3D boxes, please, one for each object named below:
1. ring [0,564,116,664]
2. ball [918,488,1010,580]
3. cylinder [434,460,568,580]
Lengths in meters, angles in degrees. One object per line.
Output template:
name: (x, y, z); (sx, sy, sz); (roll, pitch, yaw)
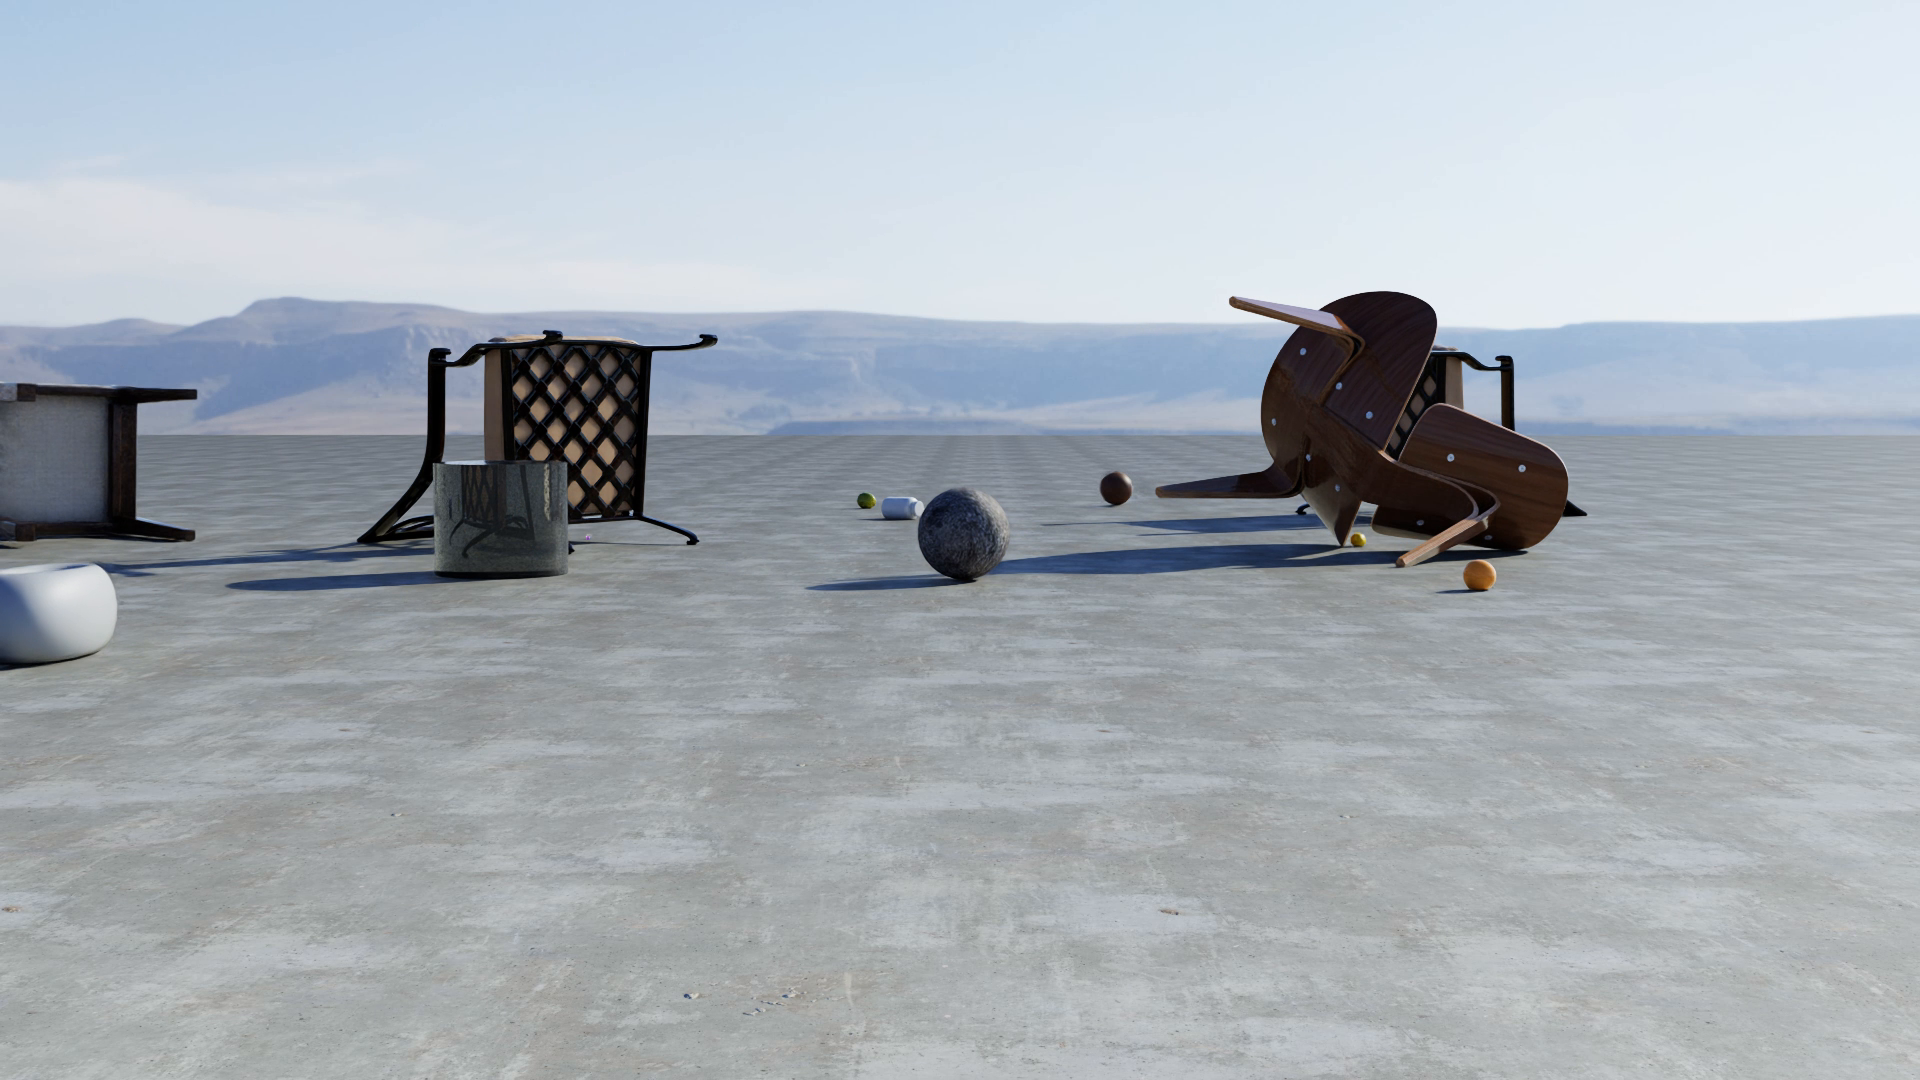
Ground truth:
ring: (-1.547, 0.121, 3.720); (0.215, 0.147, 0.432); (-3, 3, -10)
ball: (0.009, -0.015, 5.174); (0.218, 0.218, 0.218); (0, 4, 0)
cylinder: (-1.117, -0.054, 5.352); (0.320, 0.271, 0.343); (-1, 4, -21)
